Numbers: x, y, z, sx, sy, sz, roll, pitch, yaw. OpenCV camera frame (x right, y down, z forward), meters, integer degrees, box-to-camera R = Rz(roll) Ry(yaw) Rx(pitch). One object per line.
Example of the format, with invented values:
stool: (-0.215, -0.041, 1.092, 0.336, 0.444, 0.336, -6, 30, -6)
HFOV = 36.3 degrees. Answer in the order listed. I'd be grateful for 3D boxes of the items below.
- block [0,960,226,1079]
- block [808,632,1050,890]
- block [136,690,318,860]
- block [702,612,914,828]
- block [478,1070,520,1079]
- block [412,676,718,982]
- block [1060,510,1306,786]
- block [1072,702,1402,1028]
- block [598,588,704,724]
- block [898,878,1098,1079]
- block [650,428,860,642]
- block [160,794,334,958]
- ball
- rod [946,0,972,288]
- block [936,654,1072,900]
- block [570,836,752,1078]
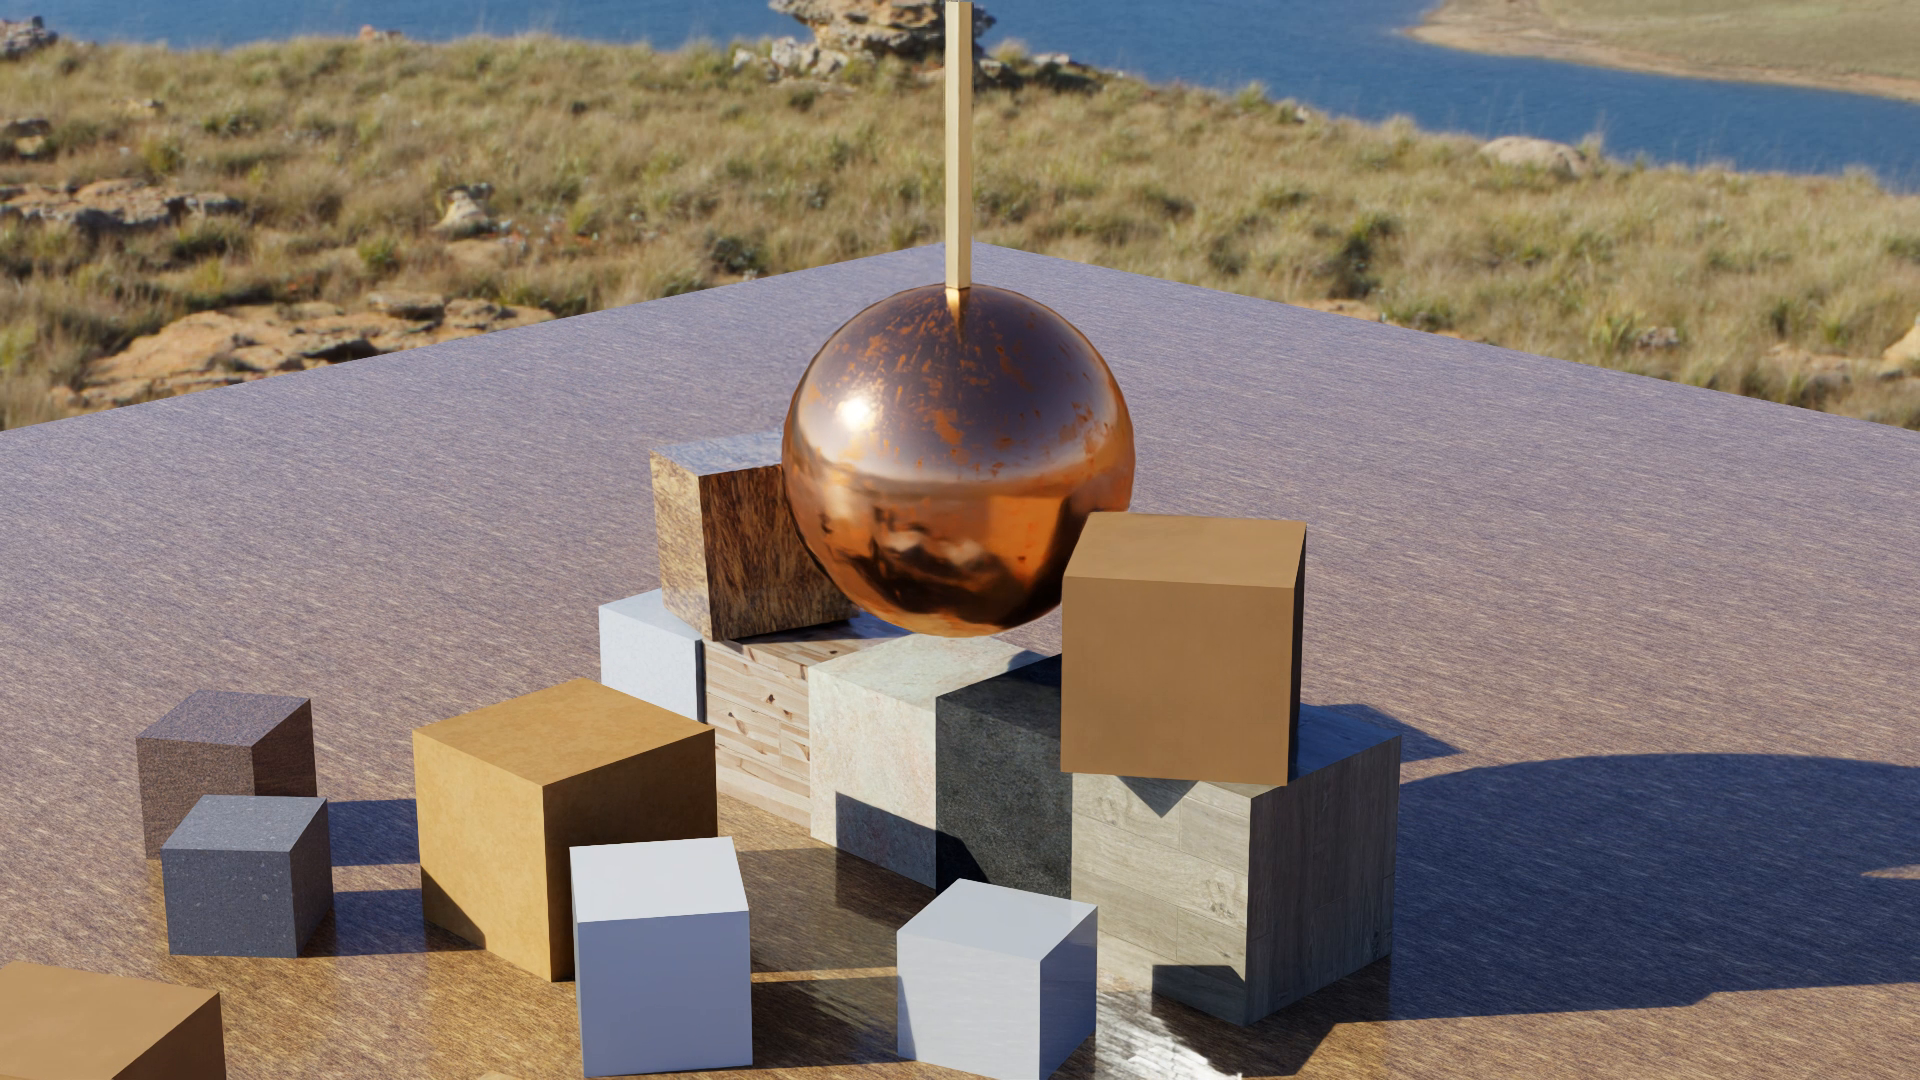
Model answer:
block: (-3.221, 2.067, 10.531, 0.867, 0.741, 0.785, 5, 18, 16)
block: (-0.077, 0.996, 13.755, 0.899, 0.852, 0.879, -16, 24, -42)
block: (-3.433, 1.117, 13.776, 0.572, 0.609, 0.644, 4, 18, 12)
block: (-0.701, 0.835, 14.329, 0.740, 0.815, 0.816, -17, 24, -42)
block: (-1.606, 2.259, 10.307, 0.499, 0.510, 0.520, 10, 20, 29)
block: (-1.724, 1.248, 12.886, 0.918, 0.893, 0.940, 17, 24, 42)
block: (0.939, 0.434, 12.186, 0.920, 0.841, 0.906, 3, 18, 9)
block: (1.170, 1.306, 12.503, 0.962, 1.012, 0.999, 17, 24, 42)
block: (-1.269, 0.692, 14.863, 0.799, 0.767, 0.747, -17, 24, -42)
block: (0.154, 1.772, 11.792, 0.620, 0.548, 0.570, 8, 19, 24)
block: (-1.013, -0.040, 14.404, 0.757, 0.814, 0.796, -9, 15, -21)
block: (-3.113, 1.468, 12.843, 0.558, 0.498, 0.600, 1, 17, 3)
ball: (-0.008, -0.360, 13.220, 1.600, 1.600, 1.600, 0, 17, 0)
rod: (-0.004, -3.605, 12.205, 0.080, 5.200, 0.080, 17, 24, 42)
block: (0.533, 1.137, 13.143, 0.961, 0.951, 0.855, -17, 24, -42)
block: (-1.217, 1.679, 11.883, 0.668, 0.672, 0.742, -3, 18, -9)
